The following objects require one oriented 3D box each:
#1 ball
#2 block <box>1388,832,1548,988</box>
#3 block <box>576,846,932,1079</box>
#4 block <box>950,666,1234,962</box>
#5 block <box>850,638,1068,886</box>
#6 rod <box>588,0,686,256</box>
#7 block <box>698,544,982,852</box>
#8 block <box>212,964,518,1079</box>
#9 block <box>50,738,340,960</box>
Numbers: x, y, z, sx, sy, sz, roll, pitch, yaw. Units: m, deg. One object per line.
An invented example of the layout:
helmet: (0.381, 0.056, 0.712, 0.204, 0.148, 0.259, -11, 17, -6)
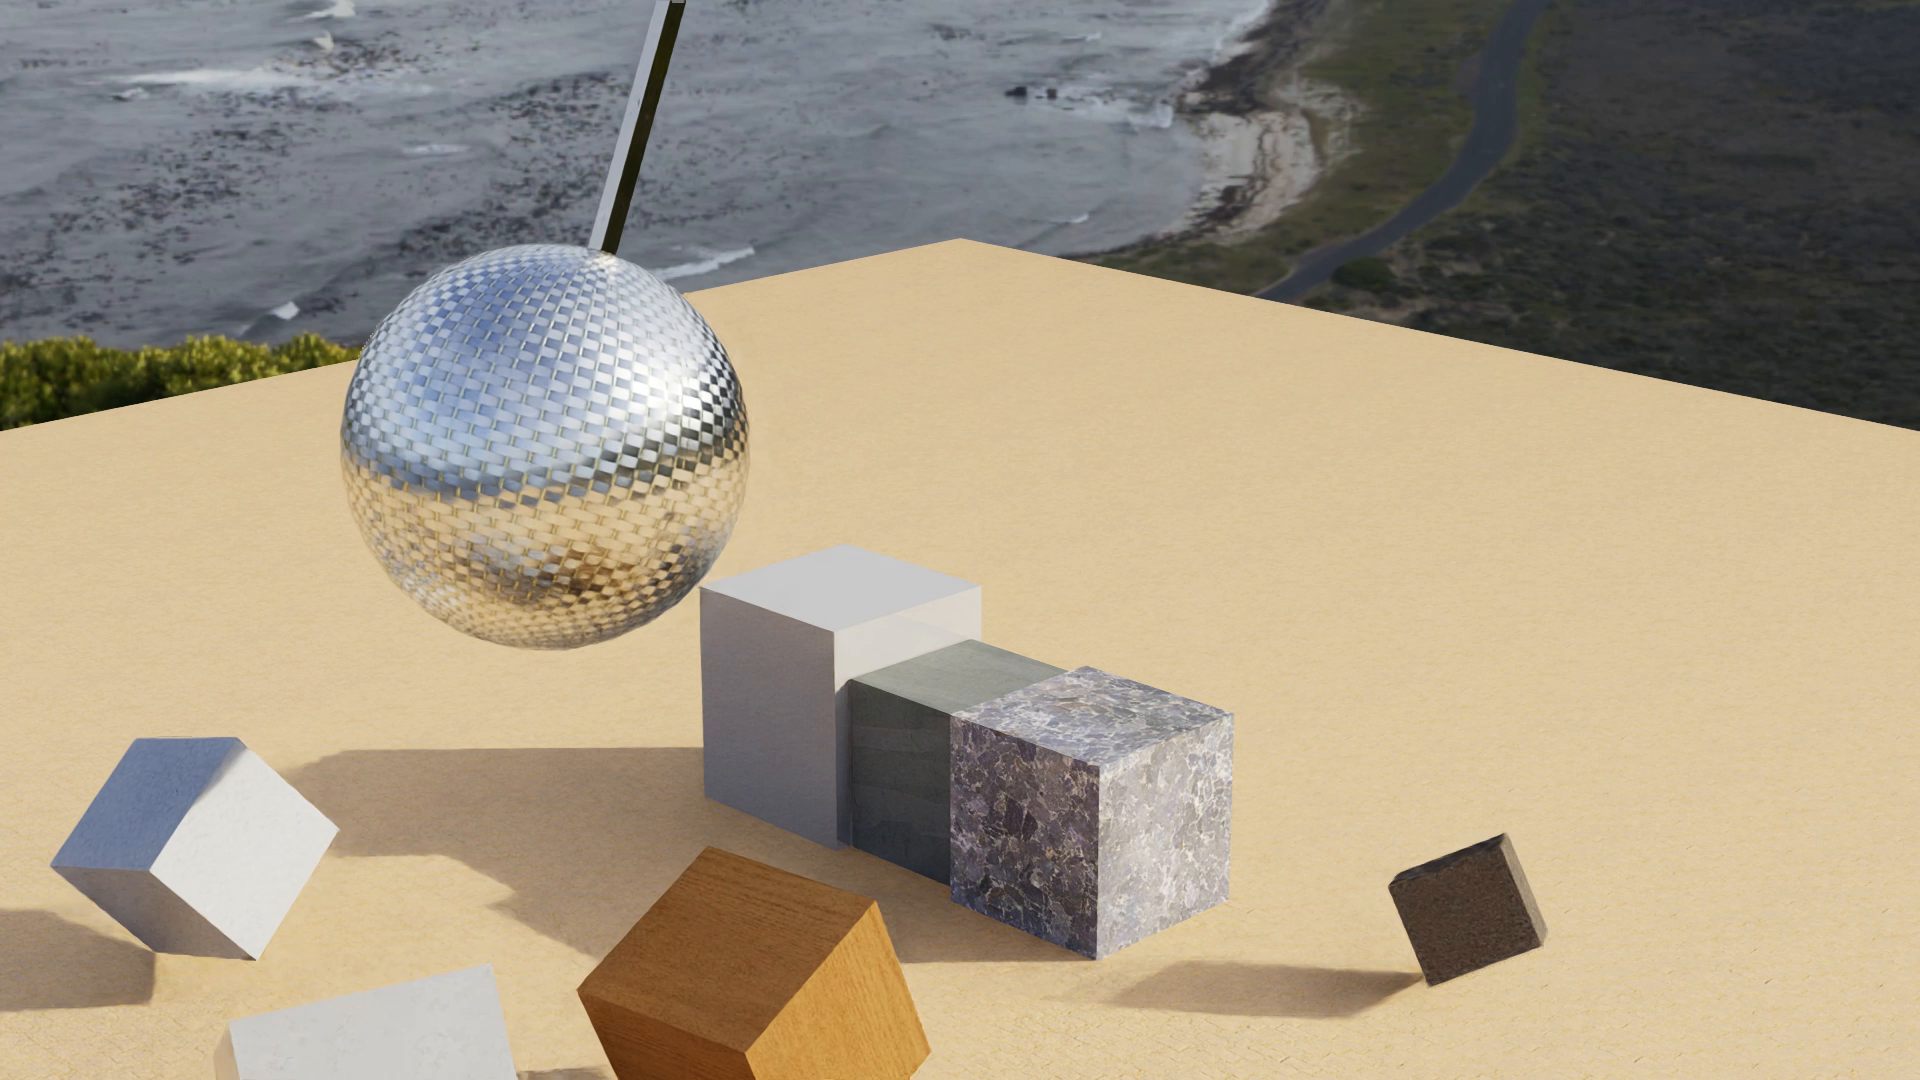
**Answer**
ball: (-1.622, -0.363, 11.527, 1.600, 1.600, 1.600, 0, 17, 0)
block: (2.122, 1.539, 12.235, 0.494, 0.446, 0.400, -23, -4, 14)
block: (-0.753, 1.787, 10.891, 0.820, 0.810, 0.792, 13, 45, 36)
block: (0.583, 1.193, 13.052, 0.884, 0.896, 0.887, 16, 24, 42)
block: (0.038, 1.035, 13.654, 0.787, 0.838, 0.743, -17, 24, -42)
rod: (-0.703, -3.636, 11.462, 0.080, 5.200, 0.080, 17, 1, 42)
block: (-0.574, 0.736, 14.193, 0.958, 1.085, 0.955, -17, 24, -42)
block: (-2.010, 2.000, 10.042, 0.883, 0.796, 0.816, -10, -14, -21)
block: (-3.235, 1.300, 12.404, 0.763, 0.647, 0.670, -4, 48, 42)
